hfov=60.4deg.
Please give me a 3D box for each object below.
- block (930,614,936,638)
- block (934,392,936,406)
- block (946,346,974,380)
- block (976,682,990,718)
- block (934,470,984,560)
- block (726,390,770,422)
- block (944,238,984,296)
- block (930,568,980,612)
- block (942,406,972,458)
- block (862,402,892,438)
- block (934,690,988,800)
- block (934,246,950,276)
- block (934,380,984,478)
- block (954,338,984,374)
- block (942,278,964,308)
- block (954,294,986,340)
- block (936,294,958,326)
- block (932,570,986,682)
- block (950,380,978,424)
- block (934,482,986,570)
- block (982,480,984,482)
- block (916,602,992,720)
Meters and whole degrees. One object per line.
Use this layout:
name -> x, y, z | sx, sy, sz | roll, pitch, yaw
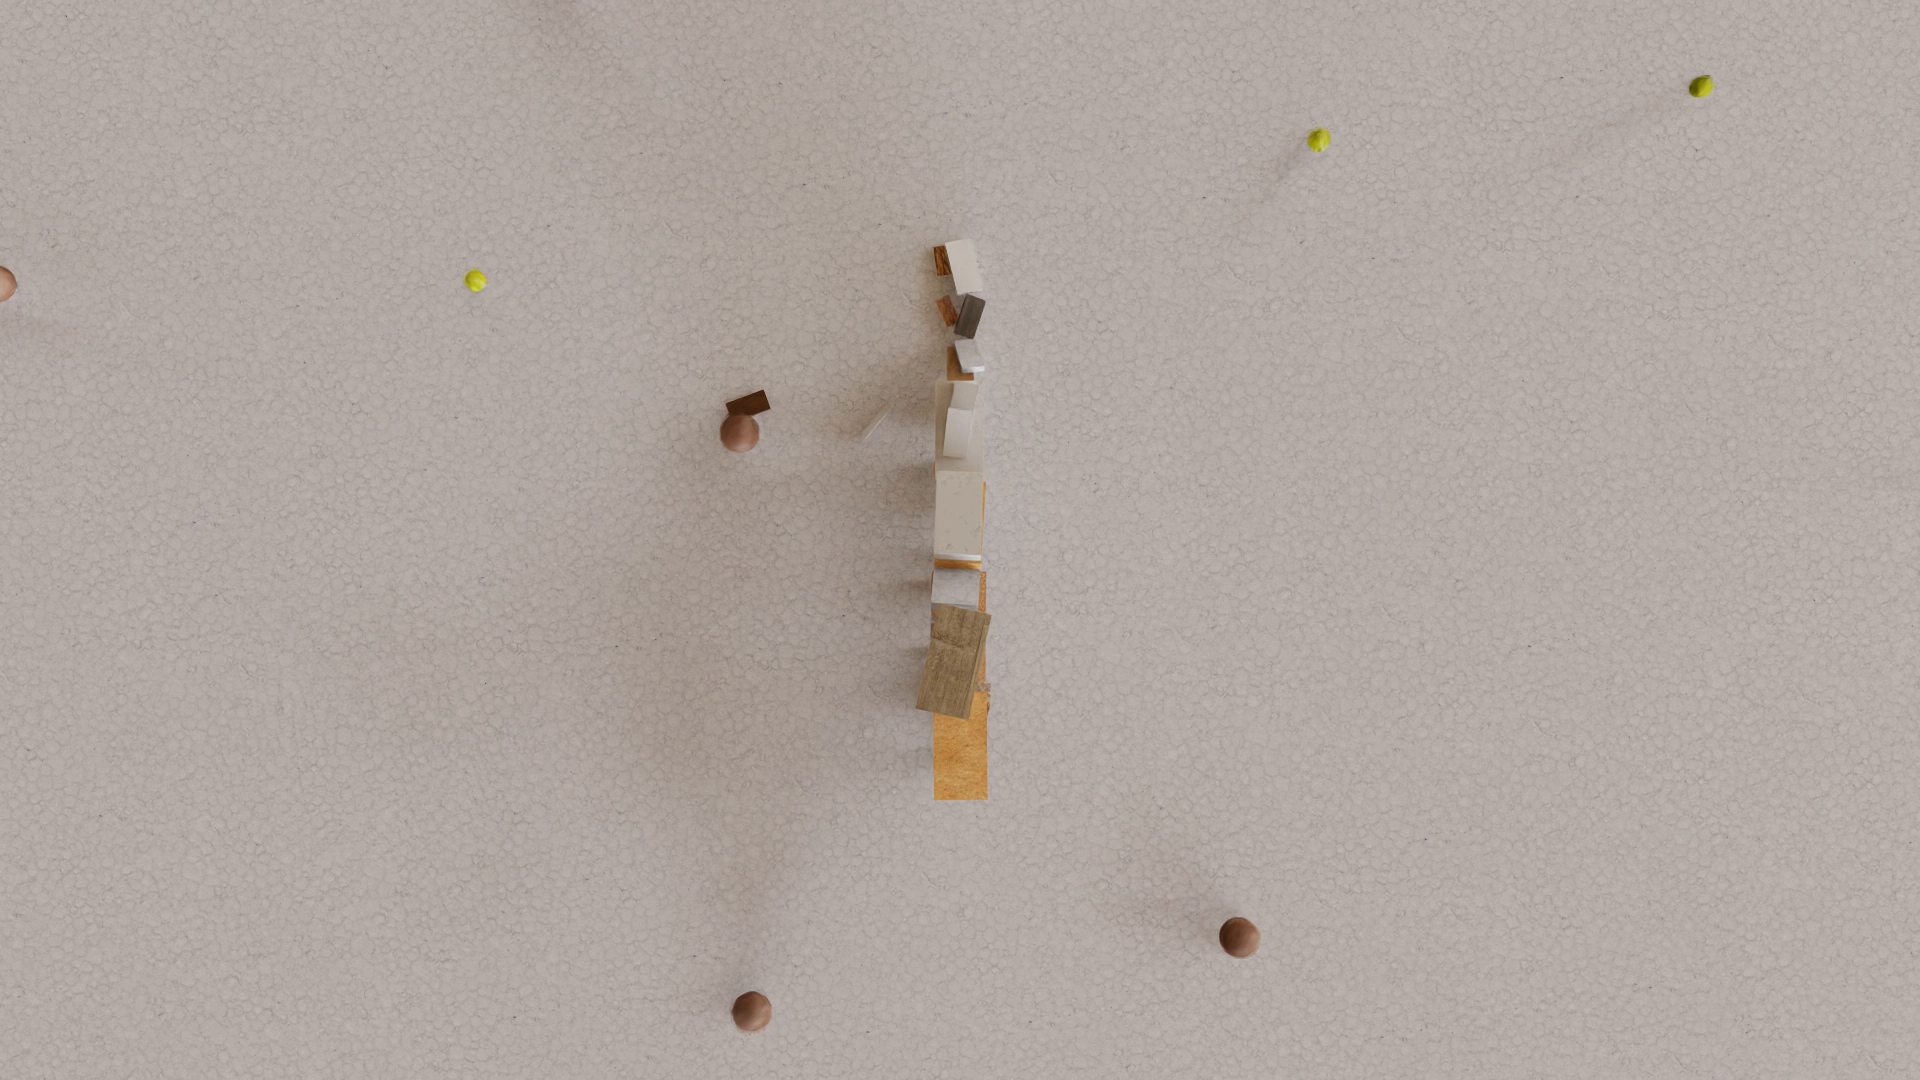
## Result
block -> -0.008, 0.258, 4.956 | 0.156, 0.311, 0.044 | 1, 93, 0
block -> -0.003, -0.443, 5.348 | 0.152, 0.304, 0.043 | 0, 89, 0
block -> 0.002, -0.572, 5.428 | 0.088, 0.176, 0.025 | 0, 134, 0
block -> 0.013, 0.498, 5.332 | 0.167, 0.333, 0.047 | 13, 96, 0
block -> -0.004, -0.076, 5.071 | 0.143, 0.040, 0.285 | 2, 64, -1
block -> -0.705, -0.445, 5.490 | 0.135, 0.019, 0.067 | -20, 90, 0
block -> 0.011, -0.907, 5.479 | 0.088, 0.025, 0.176 | -14, 89, -10
block -> -0.010, 0.100, 5.073 | 0.143, 0.040, 0.285 | 4, 47, 0
block -> -0.007, -0.334, 5.123 | 0.075, 0.021, 0.149 | 7, 104, 1
block -> -0.275, -0.396, 5.466 | 0.019, 0.068, 0.135 | 39, 90, 0
block -> 0.001, 0.640, 5.142 | 0.167, 0.047, 0.333 | -1, 91, 0
block -> -0.058, -0.930, 5.493 | 0.048, 0.014, 0.096 | -8, 90, 0
block -> -0.002, -0.346, 5.174 | 0.152, 0.043, 0.304 | 0, 90, 0
block -> 0.030, -0.607, 5.430 | 0.075, 0.149, 0.021 | -7, 134, -7
block -> -0.019, -0.825, 5.493 | 0.048, 0.014, 0.096 | -20, 90, 0
block -> 0.033, -0.742, 5.482 | 0.068, 0.019, 0.135 | 19, 90, -15
block -> -0.041, -0.761, 5.480 | 0.048, 0.014, 0.096 | -25, 106, 0
block -> -0.005, 0.267, 5.137 | 0.170, 0.048, 0.339 | 1, 90, 0
block -> 0.007, -0.417, 5.142 | 0.075, 0.021, 0.149 | 12, 90, 0
block -> 0.001, -0.049, 5.103 | 0.143, 0.040, 0.285 | 4, 64, 0
block -> 0.004, -0.055, 5.204 | 0.138, 0.039, 0.275 | 0, 90, 0
block -> -0.018, 0.351, 4.778 | 0.156, 0.044, 0.311 | 13, 90, 0
